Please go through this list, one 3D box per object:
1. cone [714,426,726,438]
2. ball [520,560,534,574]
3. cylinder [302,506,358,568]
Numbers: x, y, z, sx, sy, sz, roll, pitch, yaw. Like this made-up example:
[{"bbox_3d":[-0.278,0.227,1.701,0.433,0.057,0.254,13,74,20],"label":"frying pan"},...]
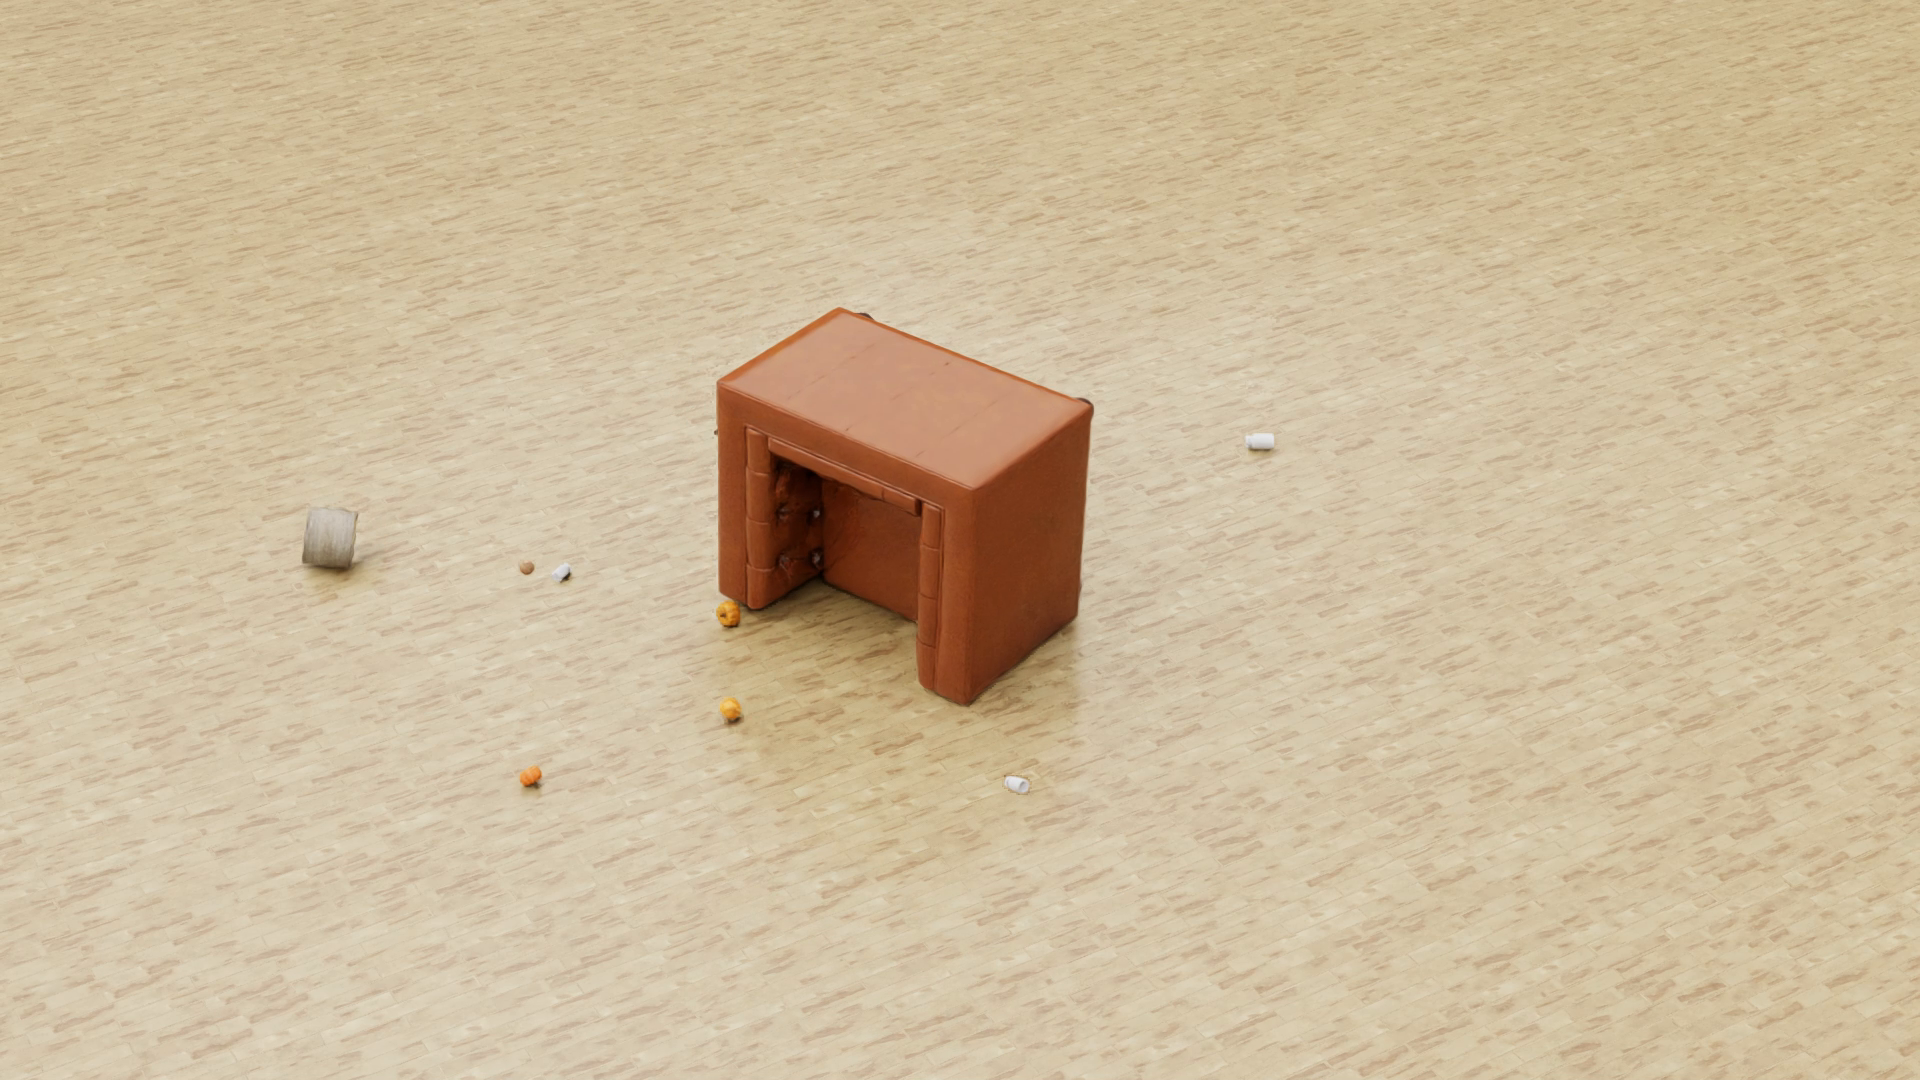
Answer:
[{"bbox_3d":[-0.940,-0.417,11.558,0.049,0.049,0.034,44,44,12],"label":"cone"},{"bbox_3d":[-1.567,0.099,10.604,0.054,0.054,0.054,0,33,0],"label":"ball"},{"bbox_3d":[-2.312,-0.011,10.764,0.172,0.214,0.158,6,-10,-8],"label":"cylinder"}]
